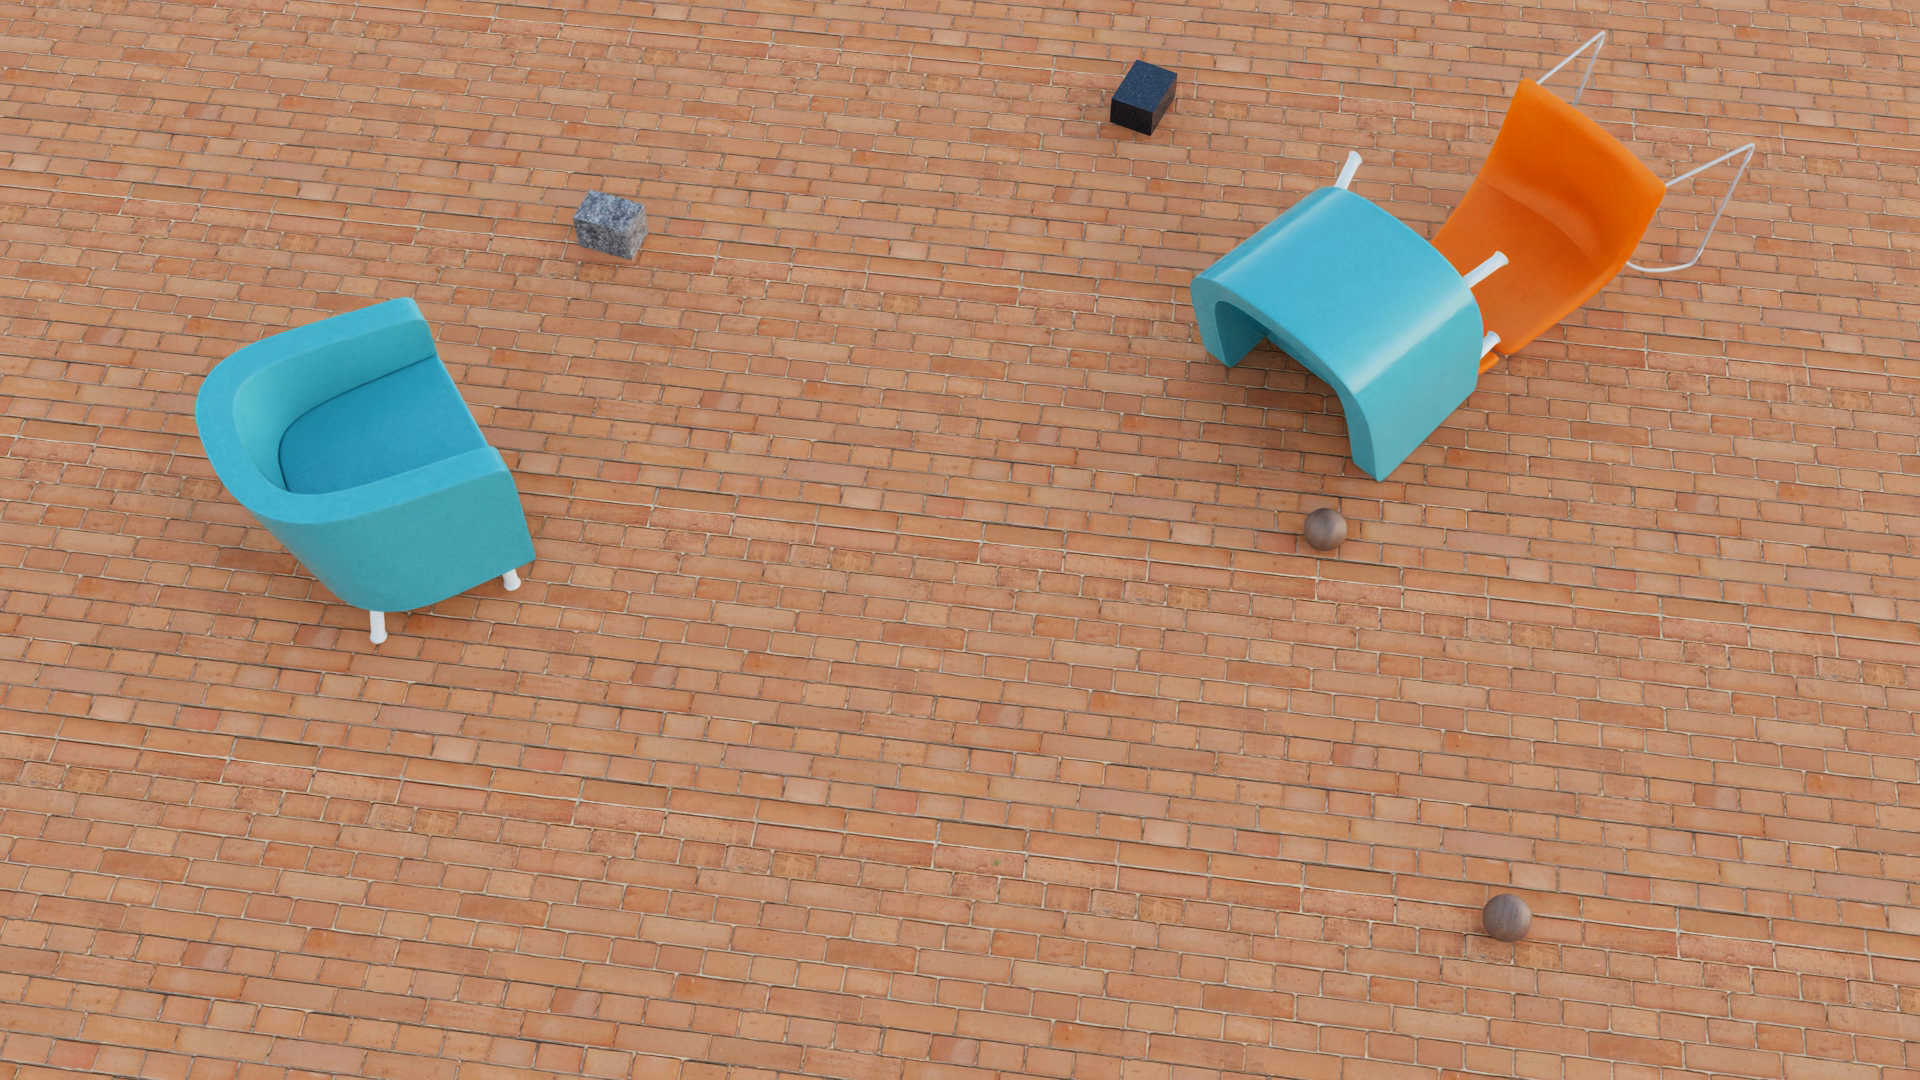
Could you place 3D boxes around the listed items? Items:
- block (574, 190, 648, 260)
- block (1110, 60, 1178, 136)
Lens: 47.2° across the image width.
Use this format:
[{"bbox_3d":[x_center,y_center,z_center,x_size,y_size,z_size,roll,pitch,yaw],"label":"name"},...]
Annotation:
[{"bbox_3d":[-1.140,-1.029,7.183,0.192,0.135,0.132,17,58,11],"label":"block"},{"bbox_3d":[0.628,-1.513,7.522,0.153,0.111,0.209,22,59,14],"label":"block"}]
